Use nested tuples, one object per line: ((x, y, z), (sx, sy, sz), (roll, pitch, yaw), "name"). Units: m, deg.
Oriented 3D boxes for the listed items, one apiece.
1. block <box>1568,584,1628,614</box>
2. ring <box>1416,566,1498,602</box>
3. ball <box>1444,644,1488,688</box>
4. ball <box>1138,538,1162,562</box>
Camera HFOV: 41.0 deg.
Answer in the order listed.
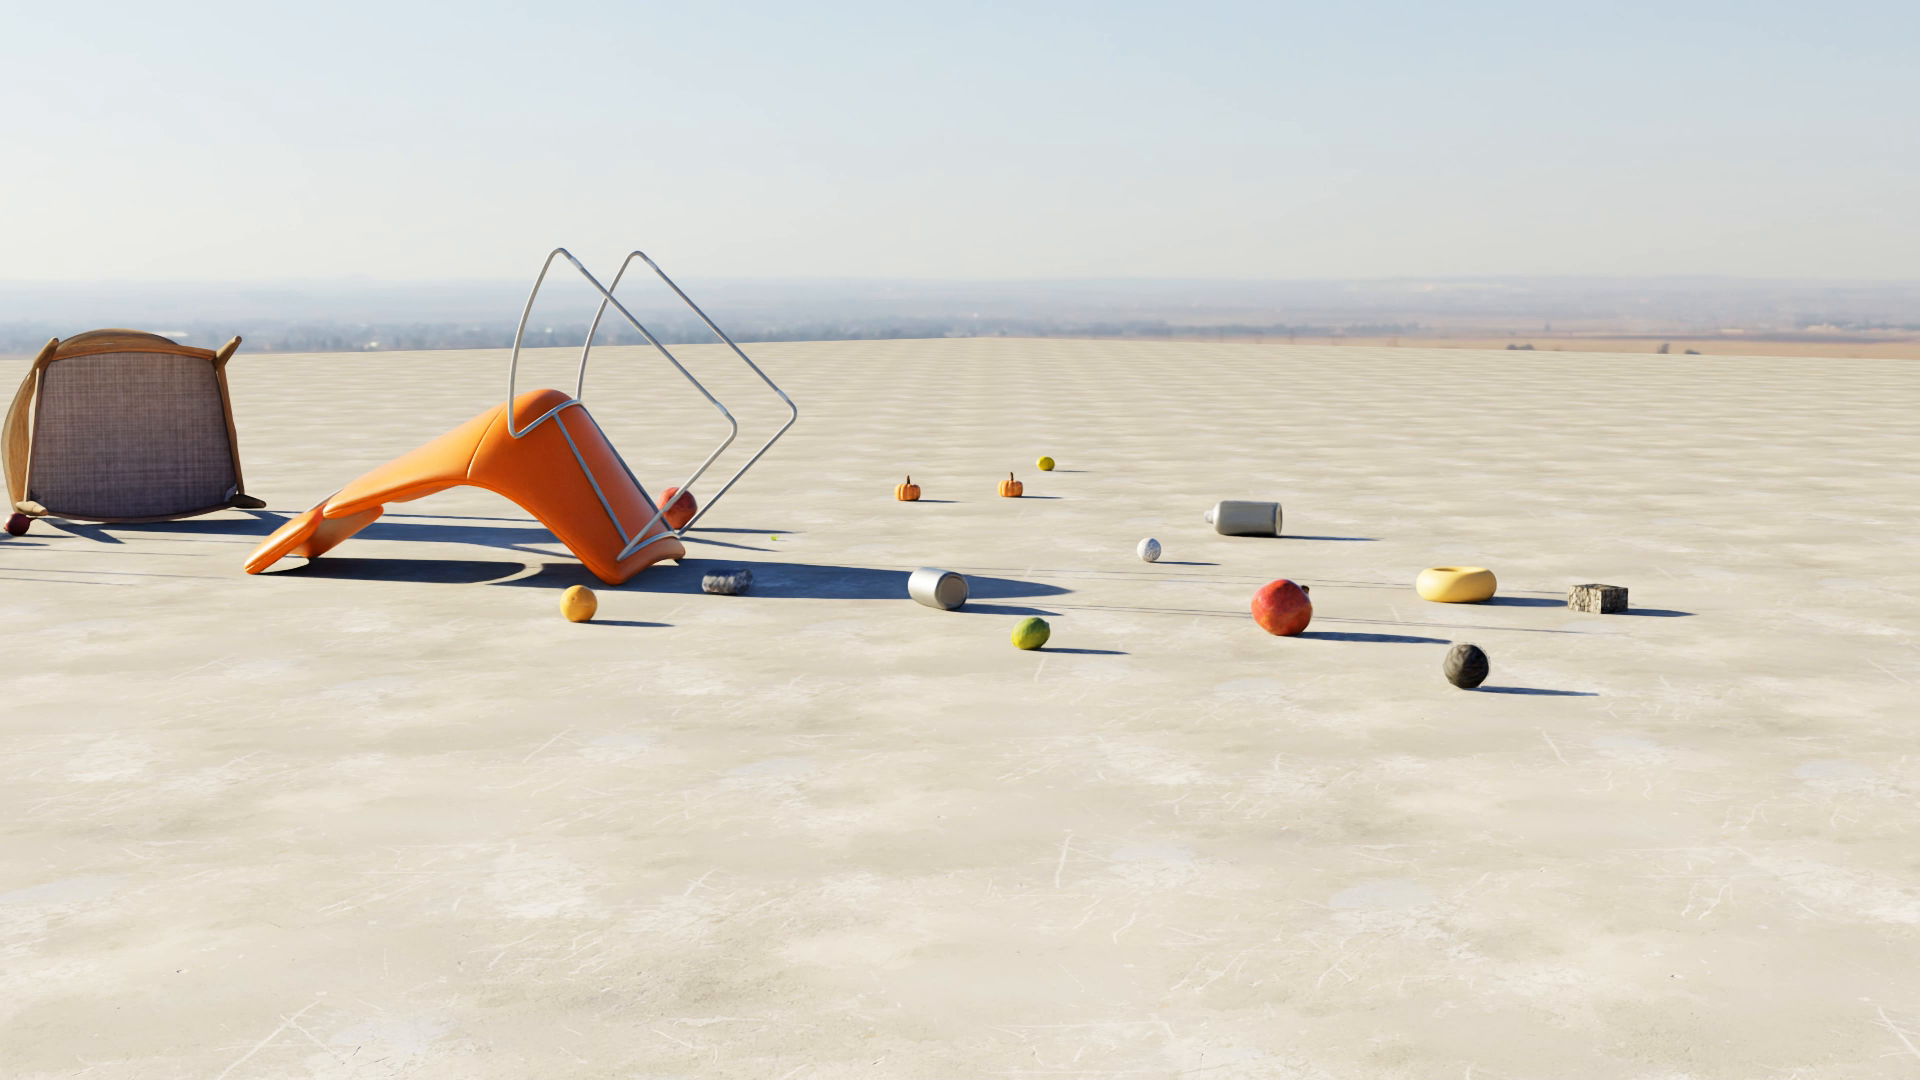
((1.259, 0.116, 5.060), (0.076, 0.047, 0.086), (-4, 7, -32), "block")
((1.013, 0.091, 5.232), (0.162, 0.063, 0.160), (-3, 6, -16), "ring")
((0.809, 0.202, 4.102), (0.072, 0.072, 0.072), (0, 6, 0), "ball")
((0.437, 0.023, 5.916), (0.057, 0.057, 0.057), (0, 6, 0), "ball")
